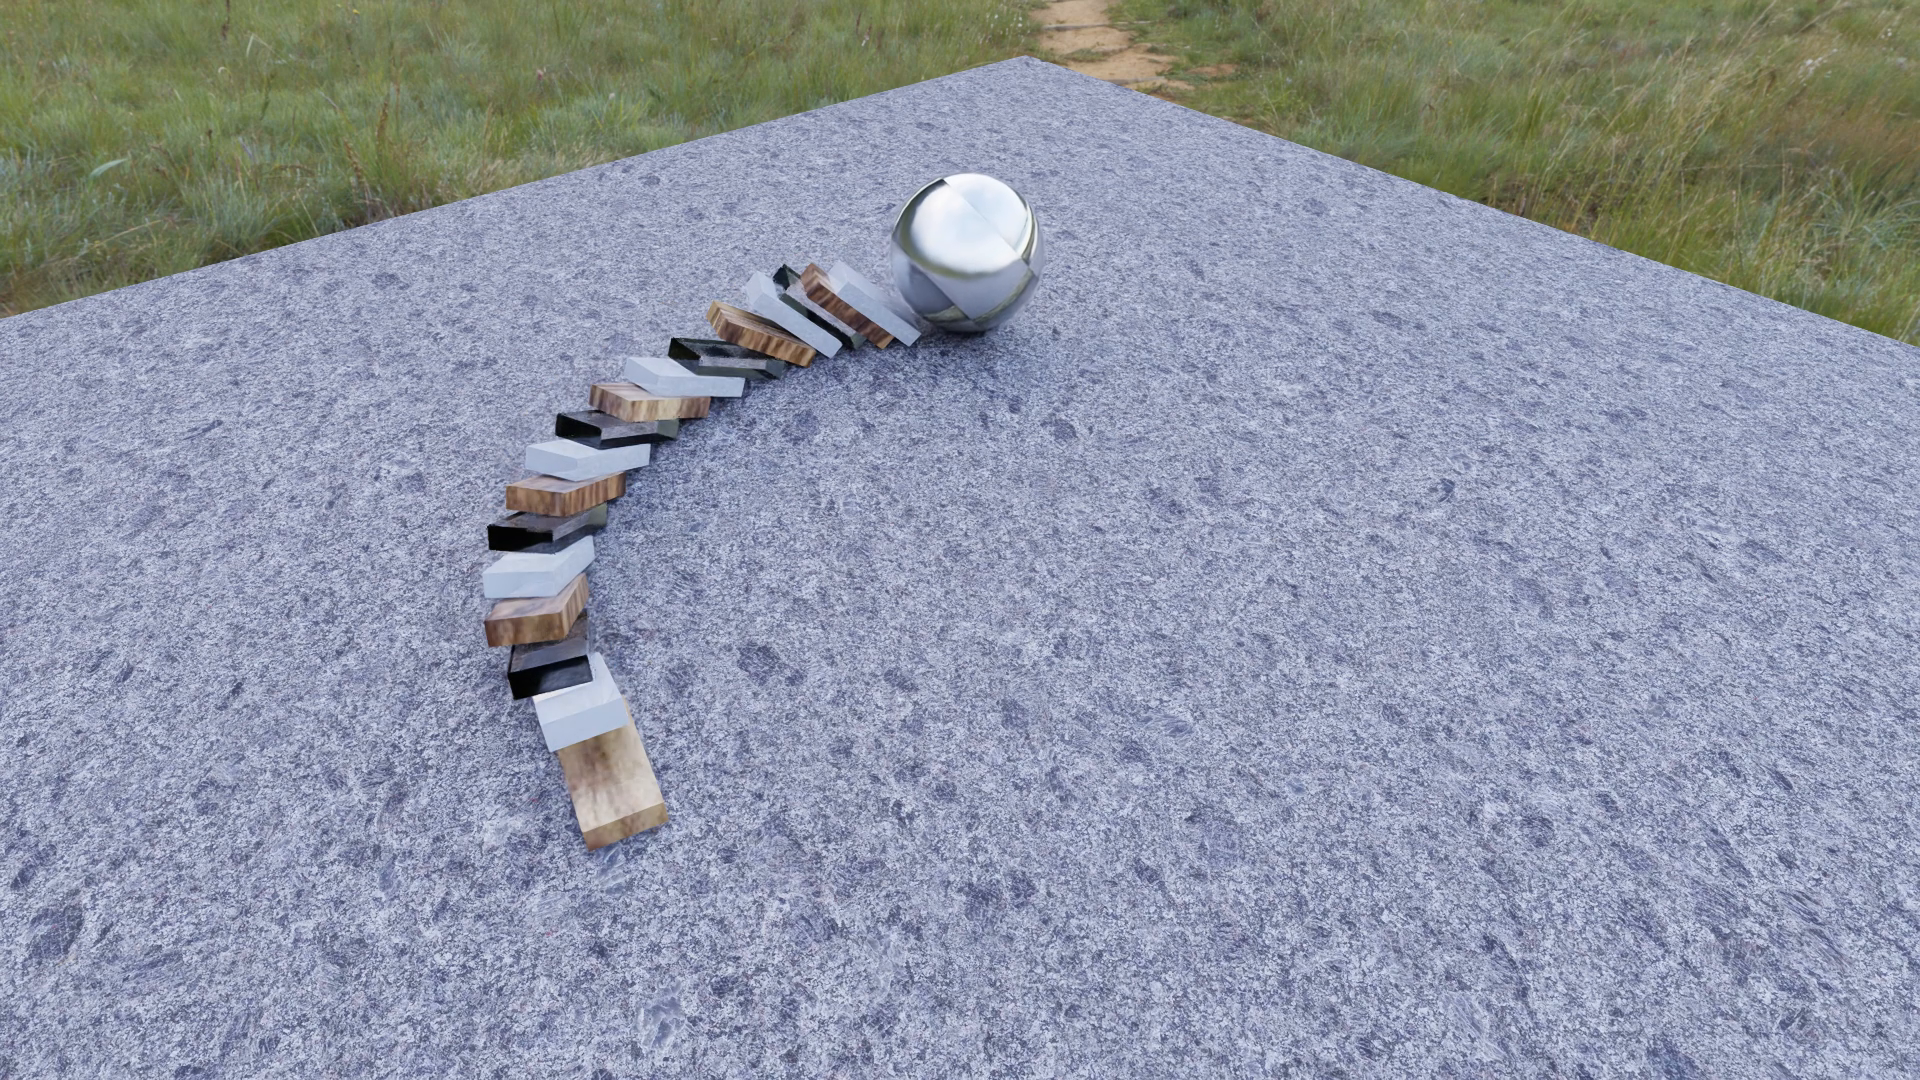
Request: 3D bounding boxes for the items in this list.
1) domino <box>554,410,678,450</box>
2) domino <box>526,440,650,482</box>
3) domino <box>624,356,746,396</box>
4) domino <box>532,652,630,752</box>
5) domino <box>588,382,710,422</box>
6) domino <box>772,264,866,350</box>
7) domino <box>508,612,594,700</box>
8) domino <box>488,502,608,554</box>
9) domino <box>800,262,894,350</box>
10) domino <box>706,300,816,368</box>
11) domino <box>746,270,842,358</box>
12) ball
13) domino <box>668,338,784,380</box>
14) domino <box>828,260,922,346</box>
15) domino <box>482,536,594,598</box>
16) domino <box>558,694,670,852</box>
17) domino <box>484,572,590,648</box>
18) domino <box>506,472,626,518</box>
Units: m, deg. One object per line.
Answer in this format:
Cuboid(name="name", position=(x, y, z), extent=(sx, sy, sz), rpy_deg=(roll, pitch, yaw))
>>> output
Cuboid(name="domino", position=(-0.152, -0.050, 0.489), extent=(0.025, 0.009, 0.050), rpy_deg=(18, 17, 21))
Cuboid(name="domino", position=(-0.158, -0.036, 0.471), extent=(0.025, 0.010, 0.050), rpy_deg=(14, 16, 17))
Cuboid(name="domino", position=(-0.130, -0.077, 0.521), extent=(0.025, 0.009, 0.050), rpy_deg=(30, 23, 33))
Cuboid(name="domino", position=(-0.127, 0.052, 0.364), extent=(0.025, 0.010, 0.050), rpy_deg=(-18, 19, -22))
Cuboid(name="domino", position=(-0.142, -0.064, 0.505), extent=(0.025, 0.009, 0.050), rpy_deg=(24, 20, 26))
Cuboid(name="domino", position=(-0.072, -0.119, 0.563), extent=(0.050, 0.009, 0.025), rpy_deg=(31, 23, -35))
Cuboid(name="domino", position=(-0.141, 0.039, 0.380), extent=(0.025, 0.010, 0.050), rpy_deg=(-13, 17, -15))
Cuboid(name="domino", position=(-0.162, -0.006, 0.434), extent=(0.025, 0.010, 0.050), rpy_deg=(4, 14, 5))
Cuboid(name="domino", position=(-0.058, -0.120, 0.565), extent=(0.050, 0.010, 0.025), rpy_deg=(30, 23, -35))
Cuboid(name="domino", position=(-0.099, -0.103, 0.549), extent=(0.050, 0.010, 0.025), rpy_deg=(13, 27, -39))
Cuboid(name="domino", position=(-0.084, -0.114, 0.558), extent=(0.050, 0.009, 0.025), rpy_deg=(31, 23, -35))
Cuboid(name="ball", position=(0.004, -0.148, 0.568), extent=(0.080, 0.080, 0.080), rpy_deg=(0, 39, 0))
Cuboid(name="domino", position=(-0.113, -0.088, 0.535), extent=(0.025, 0.010, 0.050), rpy_deg=(34, 25, 34))
Cuboid(name="domino", position=(-0.044, -0.122, 0.567), extent=(0.050, 0.010, 0.025), rpy_deg=(30, 23, -35))
Cuboid(name="domino", position=(-0.158, 0.010, 0.416), extent=(0.025, 0.010, 0.050), rpy_deg=(-2, 15, -2))
Cuboid(name="domino", position=(-0.113, 0.074, 0.354), extent=(0.025, 0.010, 0.050), rpy_deg=(-18, 43, -21))
Cuboid(name="domino", position=(-0.152, 0.025, 0.398), extent=(0.025, 0.009, 0.050), rpy_deg=(-6, 15, -8))
Cuboid(name="domino", position=(-0.161, -0.021, 0.453), extent=(0.025, 0.009, 0.050), rpy_deg=(7, 14, 9))
